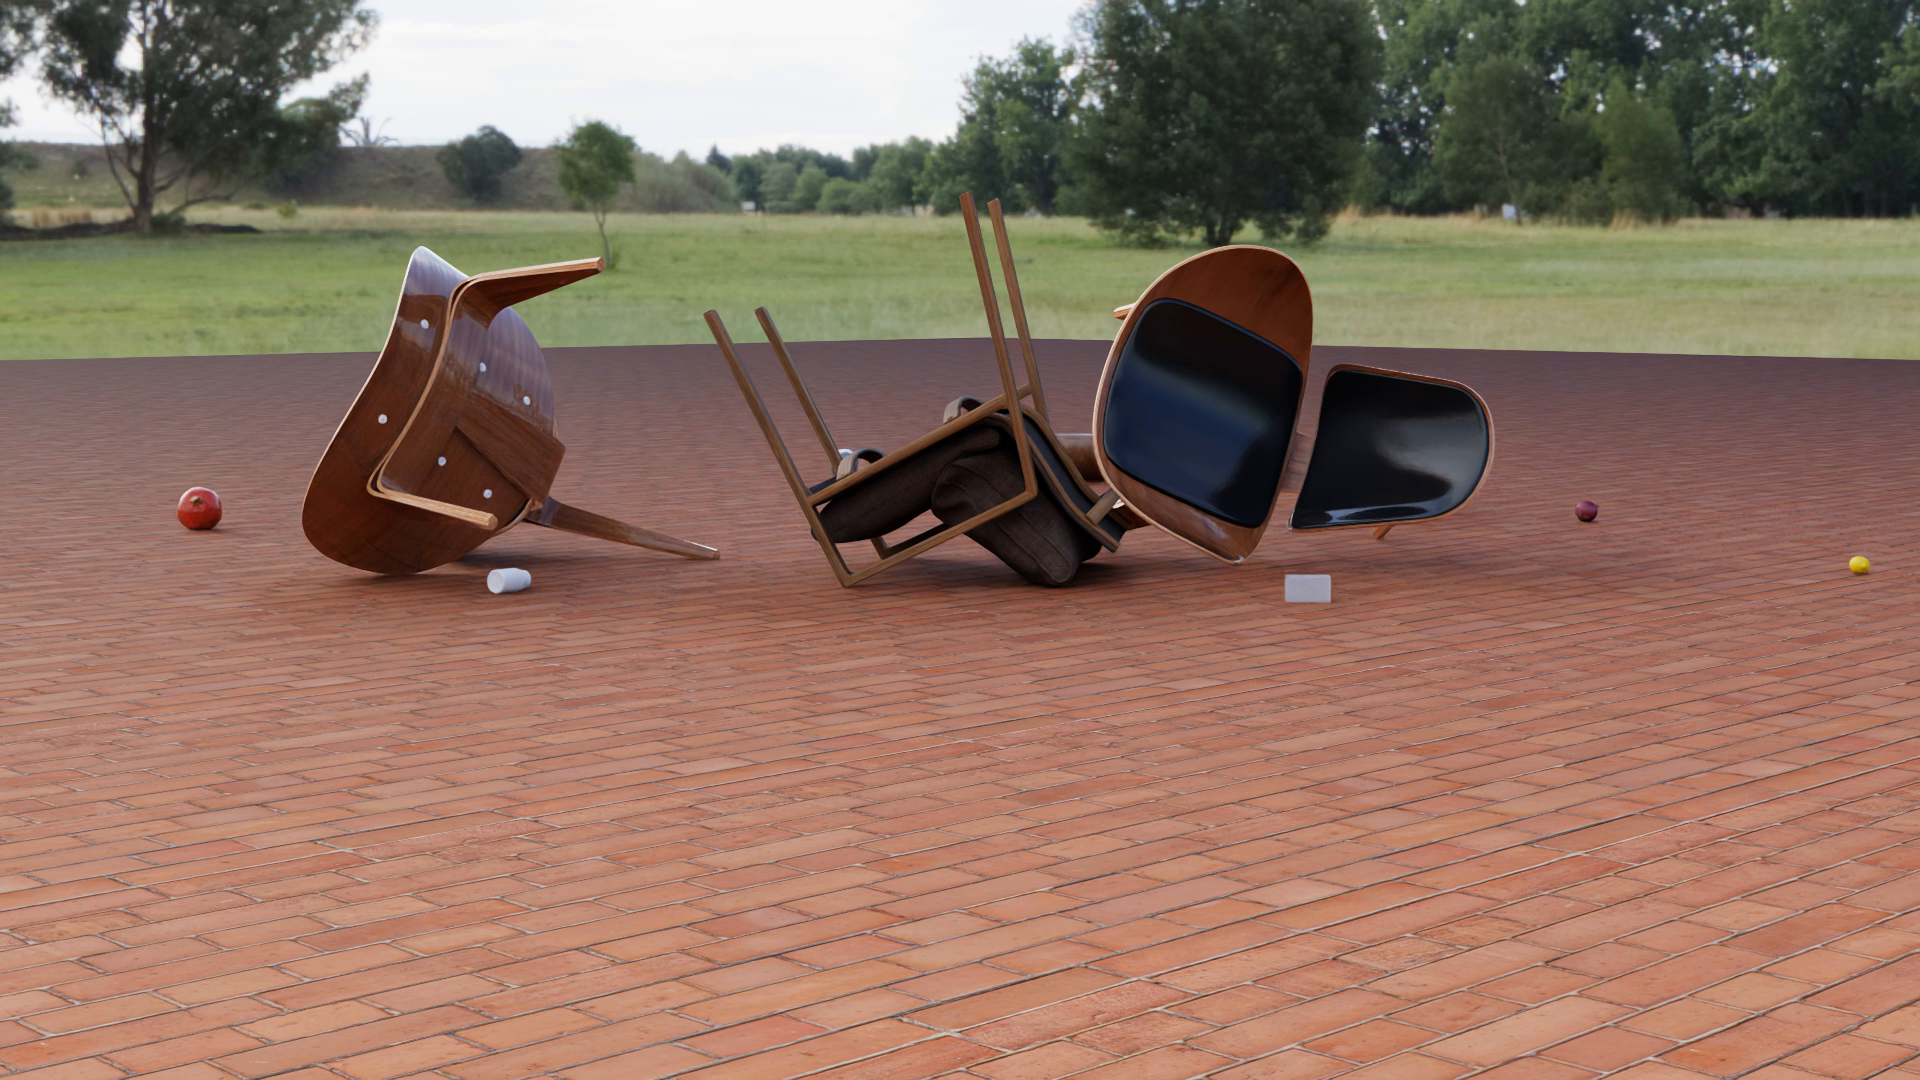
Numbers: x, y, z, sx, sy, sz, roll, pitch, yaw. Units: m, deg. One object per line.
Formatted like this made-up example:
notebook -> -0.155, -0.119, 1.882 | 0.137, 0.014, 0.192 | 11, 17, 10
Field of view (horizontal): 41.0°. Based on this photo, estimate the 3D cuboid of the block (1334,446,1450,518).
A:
block -> 1.202, -0.164, 7.143 | 0.199, 0.176, 0.276 | -3, 6, -24

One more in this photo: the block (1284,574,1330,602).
block -> 0.705, 0.099, 5.205 | 0.090, 0.051, 0.043 | 0, 6, 3

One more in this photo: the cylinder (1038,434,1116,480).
cylinder -> 0.379, -0.270, 8.307 | 0.225, 0.163, 0.112 | 2, 41, 16
